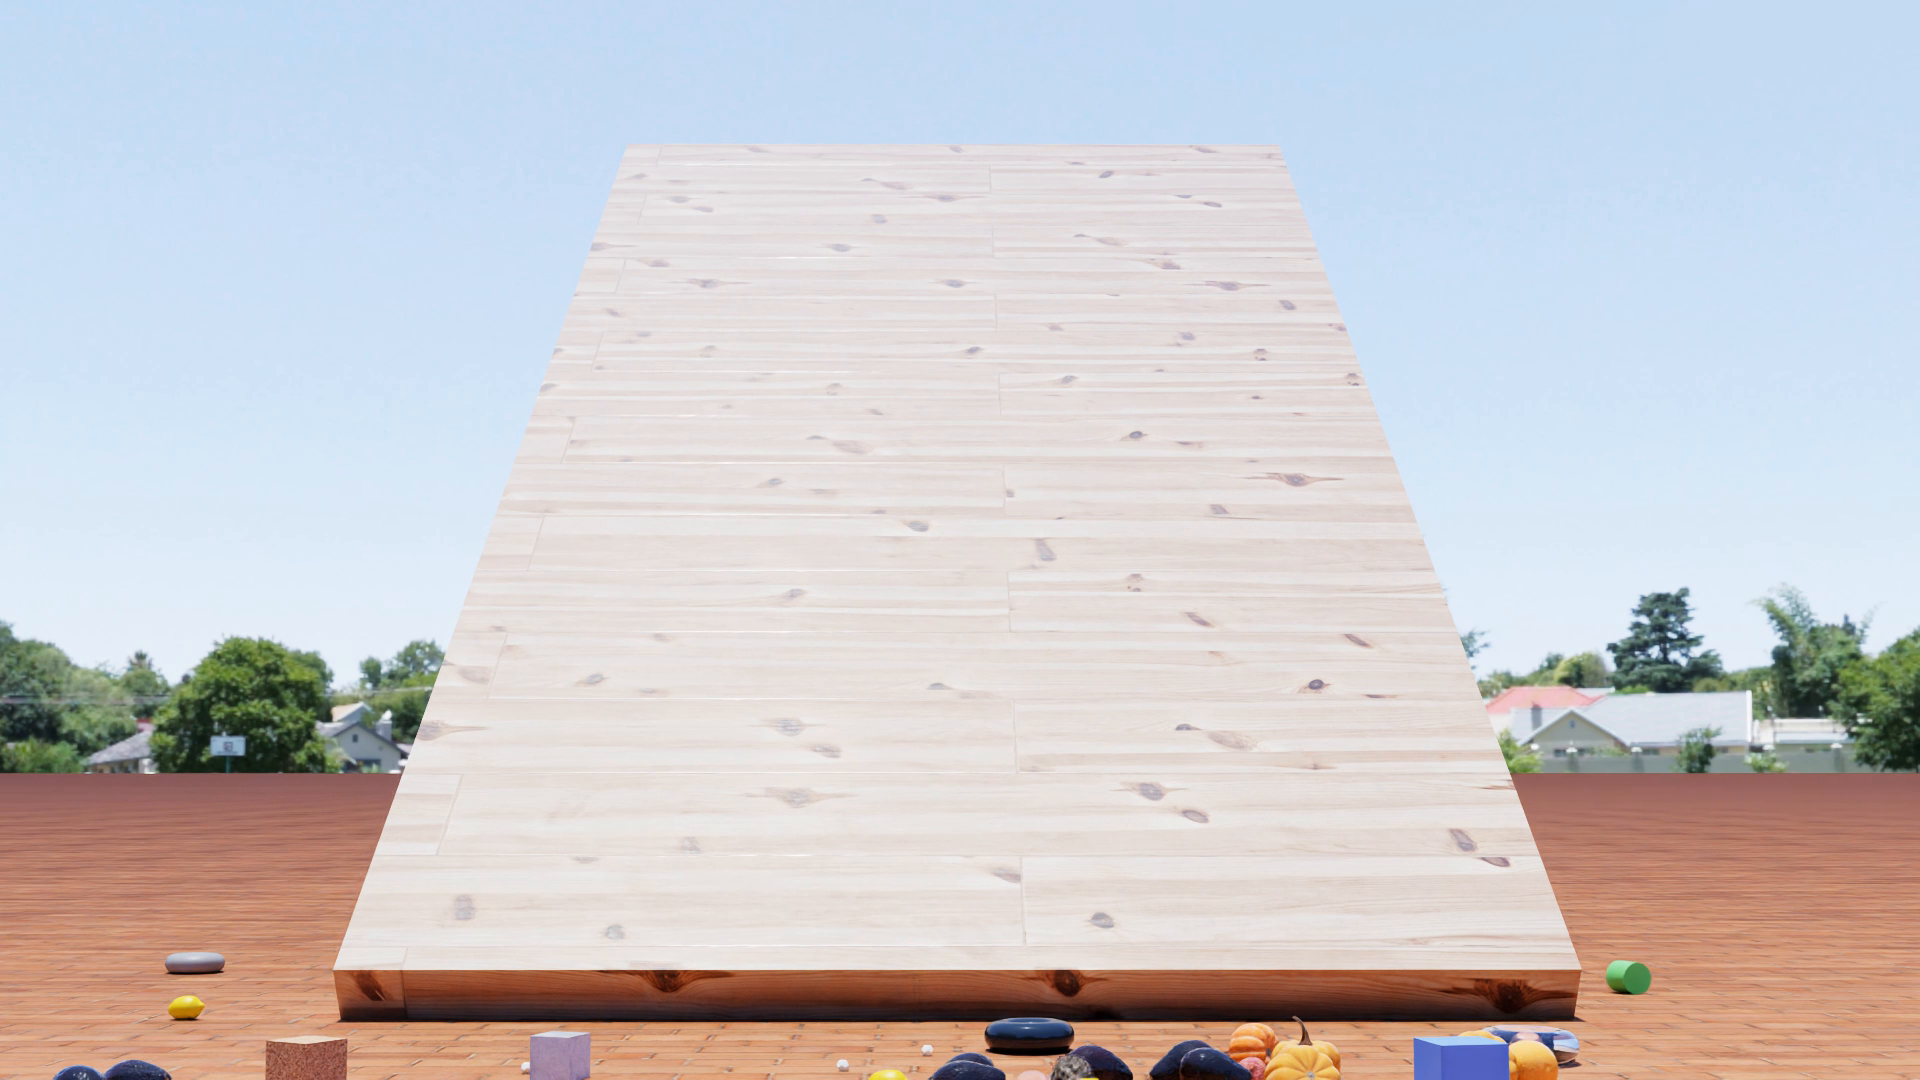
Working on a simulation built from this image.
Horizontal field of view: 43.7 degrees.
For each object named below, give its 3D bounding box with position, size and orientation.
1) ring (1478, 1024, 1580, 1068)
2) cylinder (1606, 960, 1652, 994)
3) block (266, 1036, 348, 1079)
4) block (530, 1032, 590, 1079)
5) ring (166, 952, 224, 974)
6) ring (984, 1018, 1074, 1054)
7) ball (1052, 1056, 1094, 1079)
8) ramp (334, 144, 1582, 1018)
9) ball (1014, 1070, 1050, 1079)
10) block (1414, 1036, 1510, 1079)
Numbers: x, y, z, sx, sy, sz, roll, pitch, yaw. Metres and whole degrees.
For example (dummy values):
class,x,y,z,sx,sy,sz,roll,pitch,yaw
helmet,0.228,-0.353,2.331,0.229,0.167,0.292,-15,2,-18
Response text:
class,x,y,z,sx,sy,sz,roll,pitch,yaw
ring,0.782,0.698,3.301,0.143,0.048,0.143,1,-6,0
cylinder,1.206,0.789,4.317,0.057,0.057,0.057,2,-6,-17
block,-0.811,0.655,2.970,0.069,0.069,0.069,-3,-6,31
block,-0.523,0.676,3.132,0.058,0.058,0.058,-2,-6,19
ring,-1.519,0.840,4.751,0.114,0.038,0.114,0,-7,0
ring,0.100,0.713,3.444,0.131,0.044,0.131,0,-7,0
ball,0.138,0.660,2.936,0.052,0.052,0.052,0,-5,0
ramp,-0.012,-0.220,5.614,2.000,0.100,4.000,0,28,0
ball,0.085,0.650,2.819,0.050,0.050,0.050,0,-5,0
block,0.591,0.634,2.823,0.084,0.084,0.084,1,-6,-11
